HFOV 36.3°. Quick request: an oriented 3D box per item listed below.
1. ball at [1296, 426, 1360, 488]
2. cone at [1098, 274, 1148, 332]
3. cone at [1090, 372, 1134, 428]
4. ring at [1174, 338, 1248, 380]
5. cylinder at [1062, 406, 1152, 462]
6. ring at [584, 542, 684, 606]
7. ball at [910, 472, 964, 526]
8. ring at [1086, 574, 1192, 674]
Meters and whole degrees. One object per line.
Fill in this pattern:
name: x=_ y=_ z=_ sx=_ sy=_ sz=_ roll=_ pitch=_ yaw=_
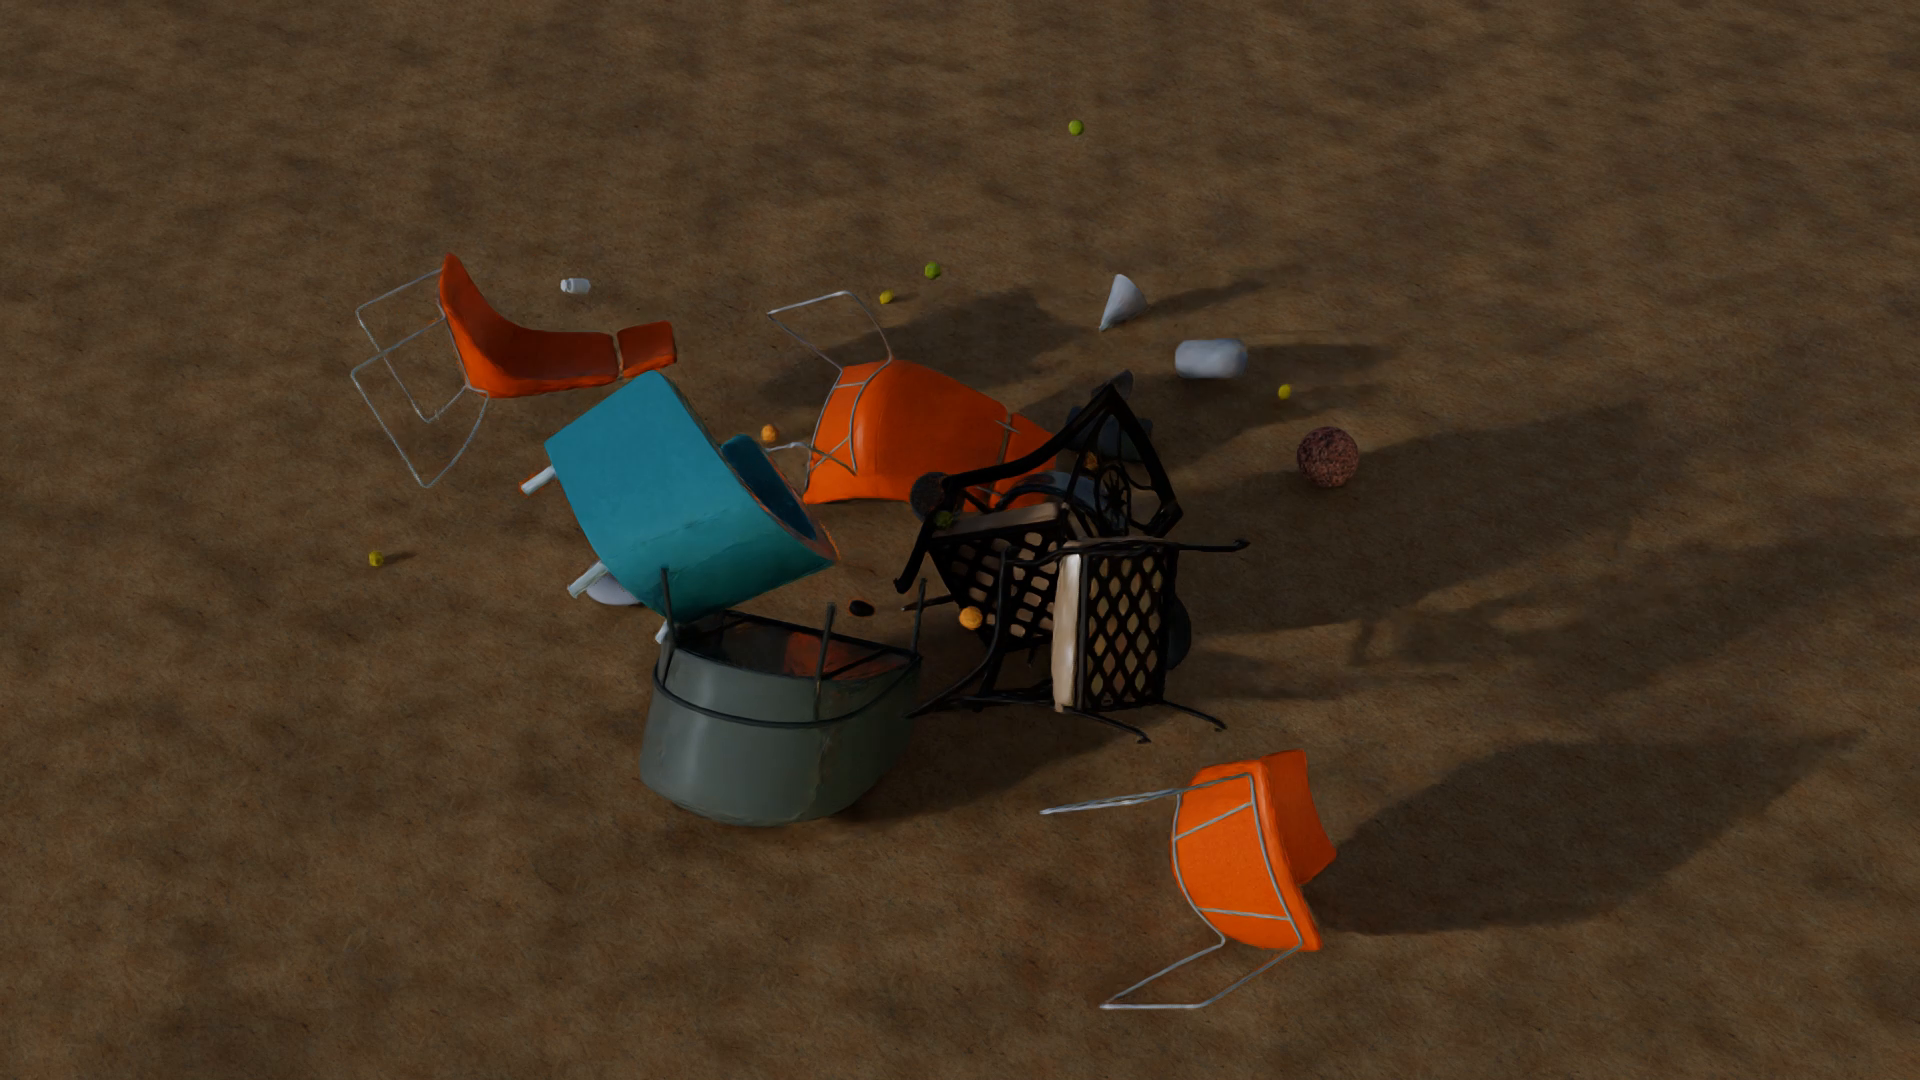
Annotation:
ball: x=1.407 y=-0.317 z=11.212 sx=0.236 sy=0.236 sz=0.236 roll=0 pitch=33 yaw=0
cone: x=0.649 y=-0.953 z=12.286 sx=0.158 sy=0.238 sz=0.234 roll=28 pitch=71 yaw=39
cone: x=0.543 y=-0.554 z=11.217 sx=0.114 sy=0.258 sz=0.164 roll=18 pitch=30 yaw=-33
ring: x=1.011 y=-0.729 z=11.811 sx=0.218 sy=0.157 sz=0.387 roll=-5 pitch=4 yaw=-34
cylinder: x=0.574 y=-0.414 z=11.445 sx=0.309 sy=0.131 sz=0.193 roll=11 pitch=52 yaw=16
ring: x=-1.187 y=0.120 z=10.679 sx=0.378 sy=0.059 sz=0.373 roll=-33 pitch=40 yaw=-29
ball: x=-0.082 y=-0.146 z=10.396 sx=0.197 sy=0.197 sz=0.197 roll=0 pitch=33 yaw=0
ring: x=0.583 y=0.277 z=9.582 sx=0.402 sy=0.358 sz=0.082 roll=-8 pitch=17 yaw=39
